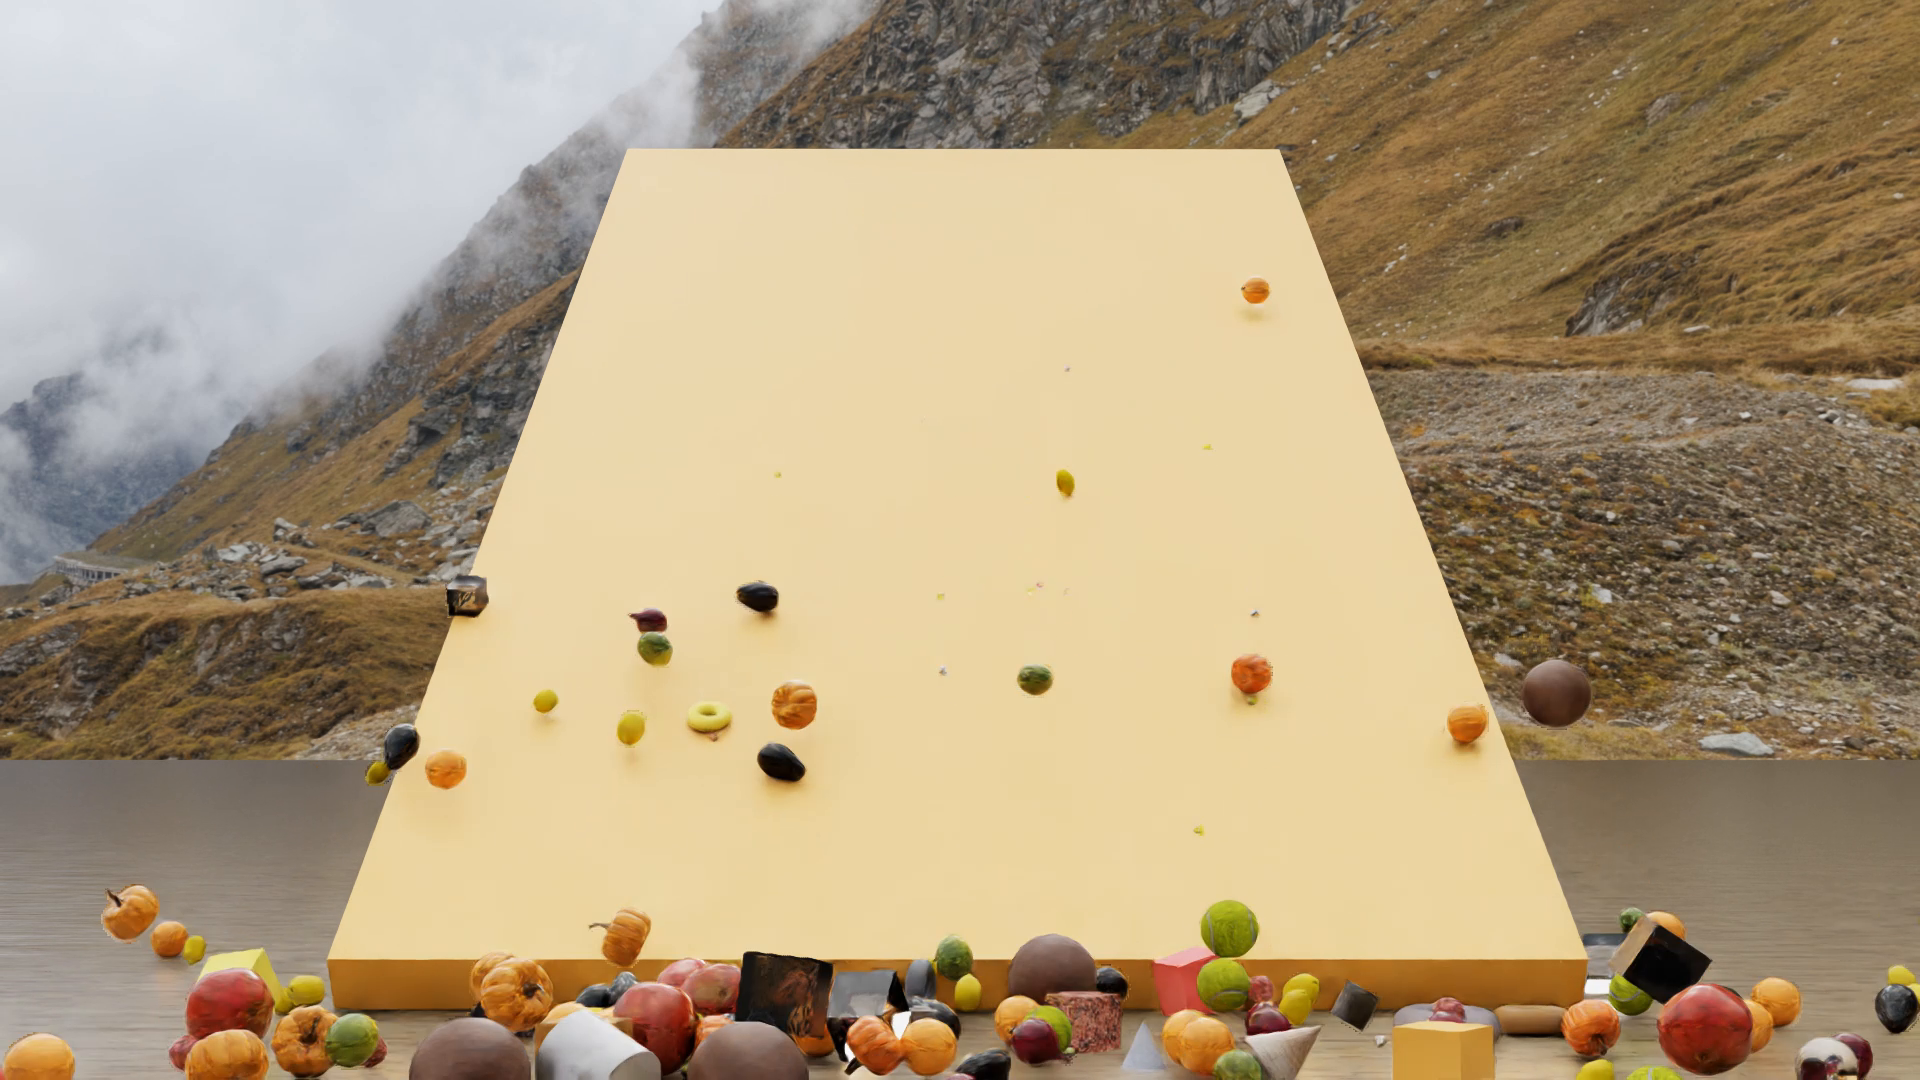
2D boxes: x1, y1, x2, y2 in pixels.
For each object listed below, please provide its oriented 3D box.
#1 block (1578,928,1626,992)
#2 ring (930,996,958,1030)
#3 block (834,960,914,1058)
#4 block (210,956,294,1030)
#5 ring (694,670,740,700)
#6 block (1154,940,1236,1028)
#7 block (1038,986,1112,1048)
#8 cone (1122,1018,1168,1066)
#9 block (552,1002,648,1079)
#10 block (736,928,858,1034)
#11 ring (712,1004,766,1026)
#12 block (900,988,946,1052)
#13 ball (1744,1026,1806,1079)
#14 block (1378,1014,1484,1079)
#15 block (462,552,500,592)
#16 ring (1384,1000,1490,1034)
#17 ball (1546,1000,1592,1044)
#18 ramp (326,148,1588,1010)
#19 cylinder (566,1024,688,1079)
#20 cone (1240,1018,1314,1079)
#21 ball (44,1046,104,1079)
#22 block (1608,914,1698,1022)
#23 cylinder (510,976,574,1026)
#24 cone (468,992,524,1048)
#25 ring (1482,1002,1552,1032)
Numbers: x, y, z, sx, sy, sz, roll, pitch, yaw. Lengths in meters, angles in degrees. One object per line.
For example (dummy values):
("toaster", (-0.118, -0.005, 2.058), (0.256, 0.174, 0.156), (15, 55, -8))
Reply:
("block", (1.096, 0.714, 4.050), (0.075, 0.075, 0.075), (-7, 14, 10))
("ring", (-0.043, 0.694, 3.517), (0.091, 0.030, 0.091), (30, -4, 2))
("block", (-0.116, 0.631, 3.210), (0.082, 0.082, 0.082), (-13, 24, 9))
("block", (-1.029, 0.660, 3.466), (0.083, 0.083, 0.083), (-15, -14, -3))
("ring", (-0.457, 0.274, 4.486), (0.084, 0.028, 0.084), (1, 28, -1))
("block", (0.347, 0.656, 3.517), (0.080, 0.080, 0.080), (-11, -45, -21))
("block", (0.162, 0.674, 3.368), (0.075, 0.075, 0.075), (-5, -7, 44))
("cone", (0.244, 0.662, 3.156), (0.062, 0.062, 0.062), (0, -5, 0))
("block", (-0.442, 0.625, 2.947), (0.087, 0.087, 0.087), (-10, -7, 14))
("block", (-0.205, 0.554, 3.001), (0.090, 0.090, 0.090), (38, 9, 25))
("ring", (-0.333, 0.720, 3.606), (0.083, 0.028, 0.083), (-1, -5, 0))
("block", (-0.067, 0.666, 3.303), (0.060, 0.060, 0.060), (-26, 4, -19))
("ball", (1.009, 0.638, 2.948), (0.073, 0.073, 0.073), (0, -5, 0))
("block", (0.563, 0.620, 2.851), (0.087, 0.087, 0.087), (4, -3, -41))
("block", (-0.975, 0.065, 4.846), (0.060, 0.060, 0.060), (2, 28, 3))
("ring", (0.685, 0.693, 3.428), (0.150, 0.050, 0.150), (1, -4, 0))
("ball", (0.859, 0.680, 3.360), (0.062, 0.062, 0.062), (0, -5, 0))
("ramp", (-0.011, -0.224, 5.570), (2.000, 0.100, 4.000), (0, 28, 0))
("cylinder", (-0.369, 0.592, 2.642), (0.097, 0.097, 0.097), (1, -3, 45))
("cone", (0.404, 0.609, 2.913), (0.087, 0.087, 0.087), (-35, 10, -23))
("ball", (-1.040, 0.627, 2.796), (0.067, 0.067, 0.067), (0, -5, 0))
("block", (1.034, 0.639, 3.559), (0.093, 0.093, 0.093), (30, -25, 31))
("cylinder", (-0.618, 0.682, 3.522), (0.069, 0.069, 0.069), (-8, -8, 23))
("cone", (-0.668, 0.676, 3.351), (0.076, 0.076, 0.076), (-12, -11, 37))
("ring", (0.834, 0.709, 3.545), (0.117, 0.039, 0.117), (0, -6, 0))
